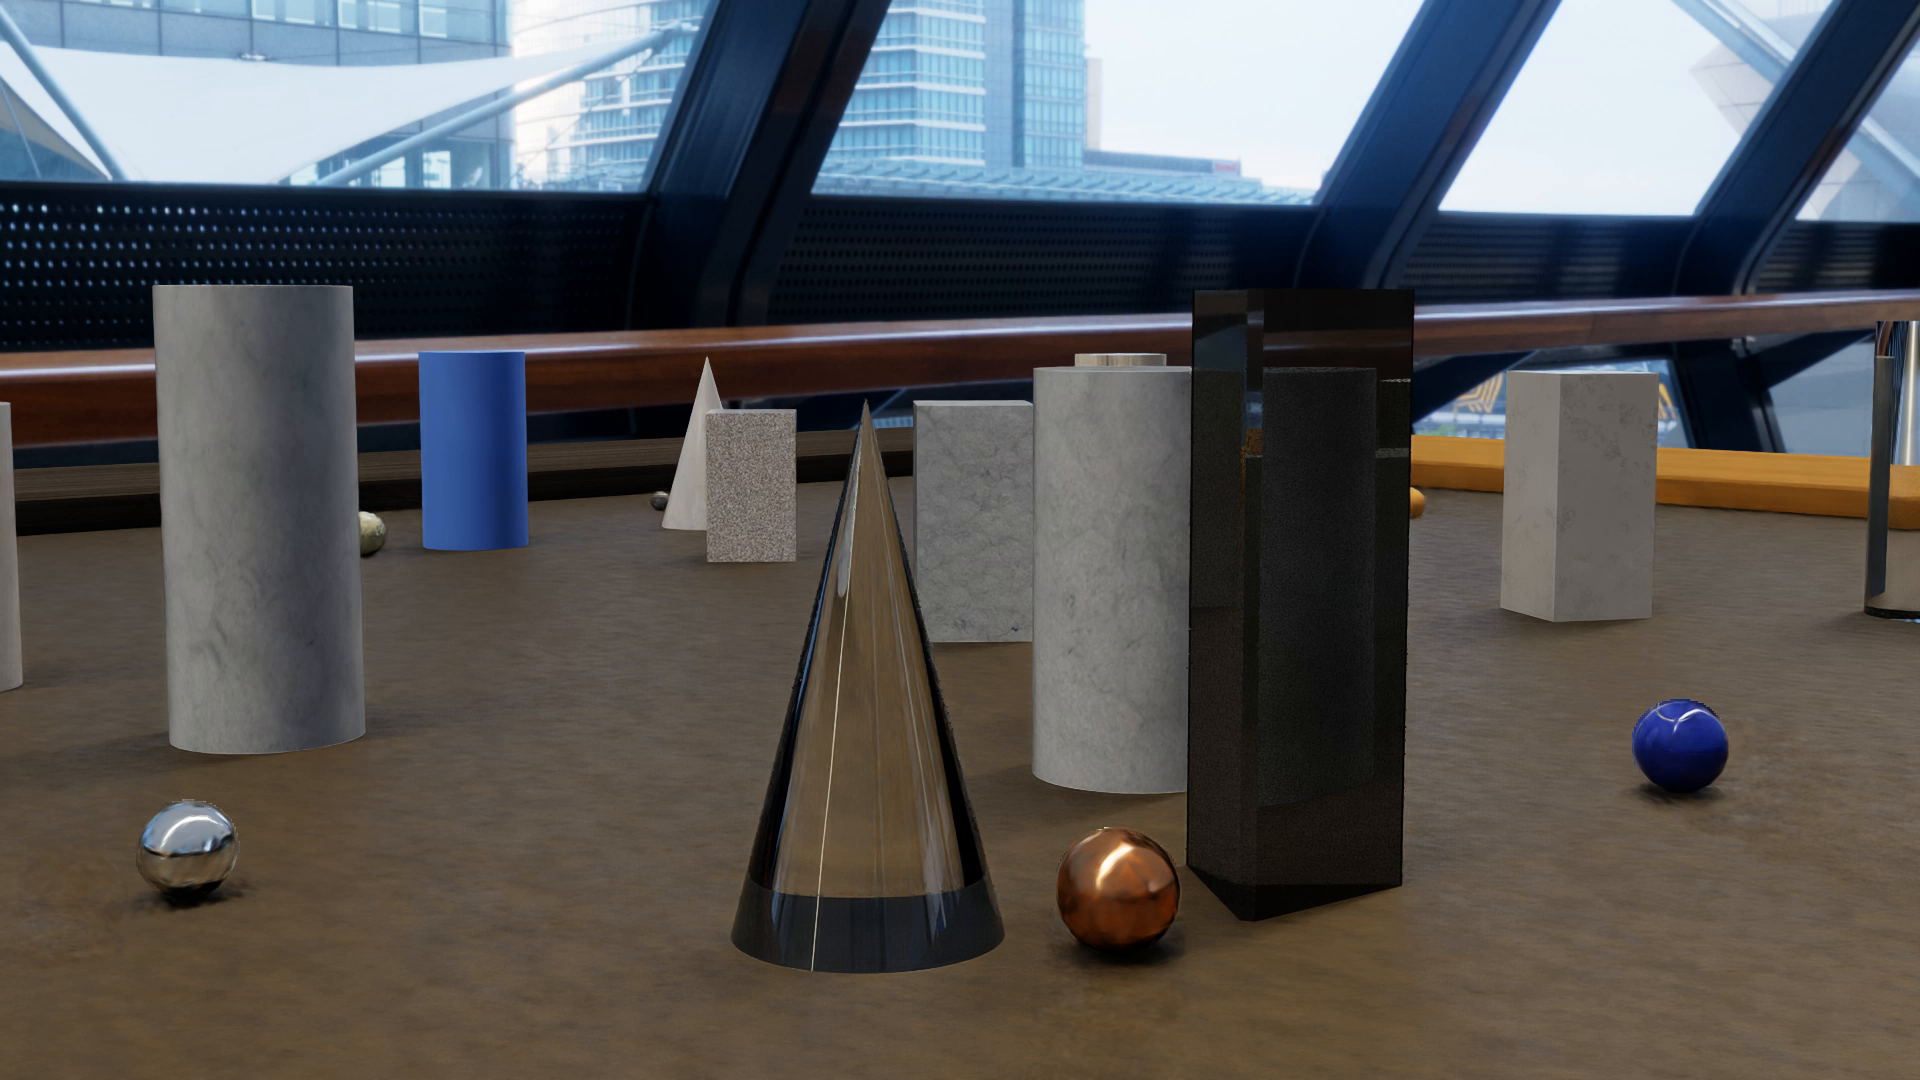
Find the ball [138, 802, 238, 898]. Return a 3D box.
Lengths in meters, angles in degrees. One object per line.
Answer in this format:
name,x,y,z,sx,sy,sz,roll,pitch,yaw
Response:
ball,-0.587,0.236,1.673,0.072,0.072,0.072,0,6,0

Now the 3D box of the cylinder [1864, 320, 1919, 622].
cylinder,1.430,-0.103,3.200,0.197,0.429,0.197,0,6,0

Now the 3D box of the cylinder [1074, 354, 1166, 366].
cylinder,0.345,-0.225,4.737,0.197,0.351,0.197,0,6,0

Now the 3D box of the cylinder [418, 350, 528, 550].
cylinder,-0.921,-0.173,4.167,0.197,0.367,0.197,0,6,0

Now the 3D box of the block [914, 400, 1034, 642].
block,0.017,-0.029,3.026,0.157,0.318,0.157,0,6,-3

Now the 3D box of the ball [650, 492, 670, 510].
ball,-0.666,-0.086,4.891,0.044,0.044,0.044,0,6,0

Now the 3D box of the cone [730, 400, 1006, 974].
cone,-0.066,0.091,1.558,0.197,0.384,0.197,0,6,0

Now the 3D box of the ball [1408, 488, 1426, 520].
ball,0.953,-0.077,4.673,0.071,0.071,0.071,0,6,0

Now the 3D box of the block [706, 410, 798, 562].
block,-0.374,-0.100,3.969,0.157,0.263,0.157,0,6,-3

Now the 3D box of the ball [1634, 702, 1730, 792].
ball,0.667,0.192,2.035,0.084,0.084,0.084,0,6,0

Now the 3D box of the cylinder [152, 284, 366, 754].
cylinder,-0.726,-0.028,2.287,0.197,0.469,0.197,0,6,0

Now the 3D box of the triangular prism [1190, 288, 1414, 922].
triangular prism,0.231,0.039,1.693,0.170,0.460,0.148,-5,8,-38

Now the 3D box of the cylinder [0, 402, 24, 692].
cylinder,-1.215,0.008,2.585,0.197,0.335,0.197,0,6,0

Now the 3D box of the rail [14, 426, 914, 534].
rail,-1.375,-0.122,4.814,4.774,0.128,0.045,-5,8,-42

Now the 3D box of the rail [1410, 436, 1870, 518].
rail,1.737,-0.133,4.926,0.045,0.128,4.102,-5,8,-42

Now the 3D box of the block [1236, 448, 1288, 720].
block,0.256,0.046,2.449,0.157,0.289,0.157,-2,6,-17

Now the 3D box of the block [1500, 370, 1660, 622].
block,0.908,-0.069,3.228,0.157,0.355,0.157,-2,6,-14

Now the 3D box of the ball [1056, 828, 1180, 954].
ball,0.110,0.244,1.526,0.086,0.086,0.086,0,6,0

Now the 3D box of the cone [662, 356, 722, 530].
cone,-0.521,-0.205,4.545,0.197,0.351,0.197,0,6,0

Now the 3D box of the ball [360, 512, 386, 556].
ball,-1.080,-0.010,3.981,0.081,0.081,0.081,0,6,0

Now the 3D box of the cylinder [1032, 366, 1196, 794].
cylinder,0.168,0.031,2.110,0.197,0.389,0.197,0,6,0
